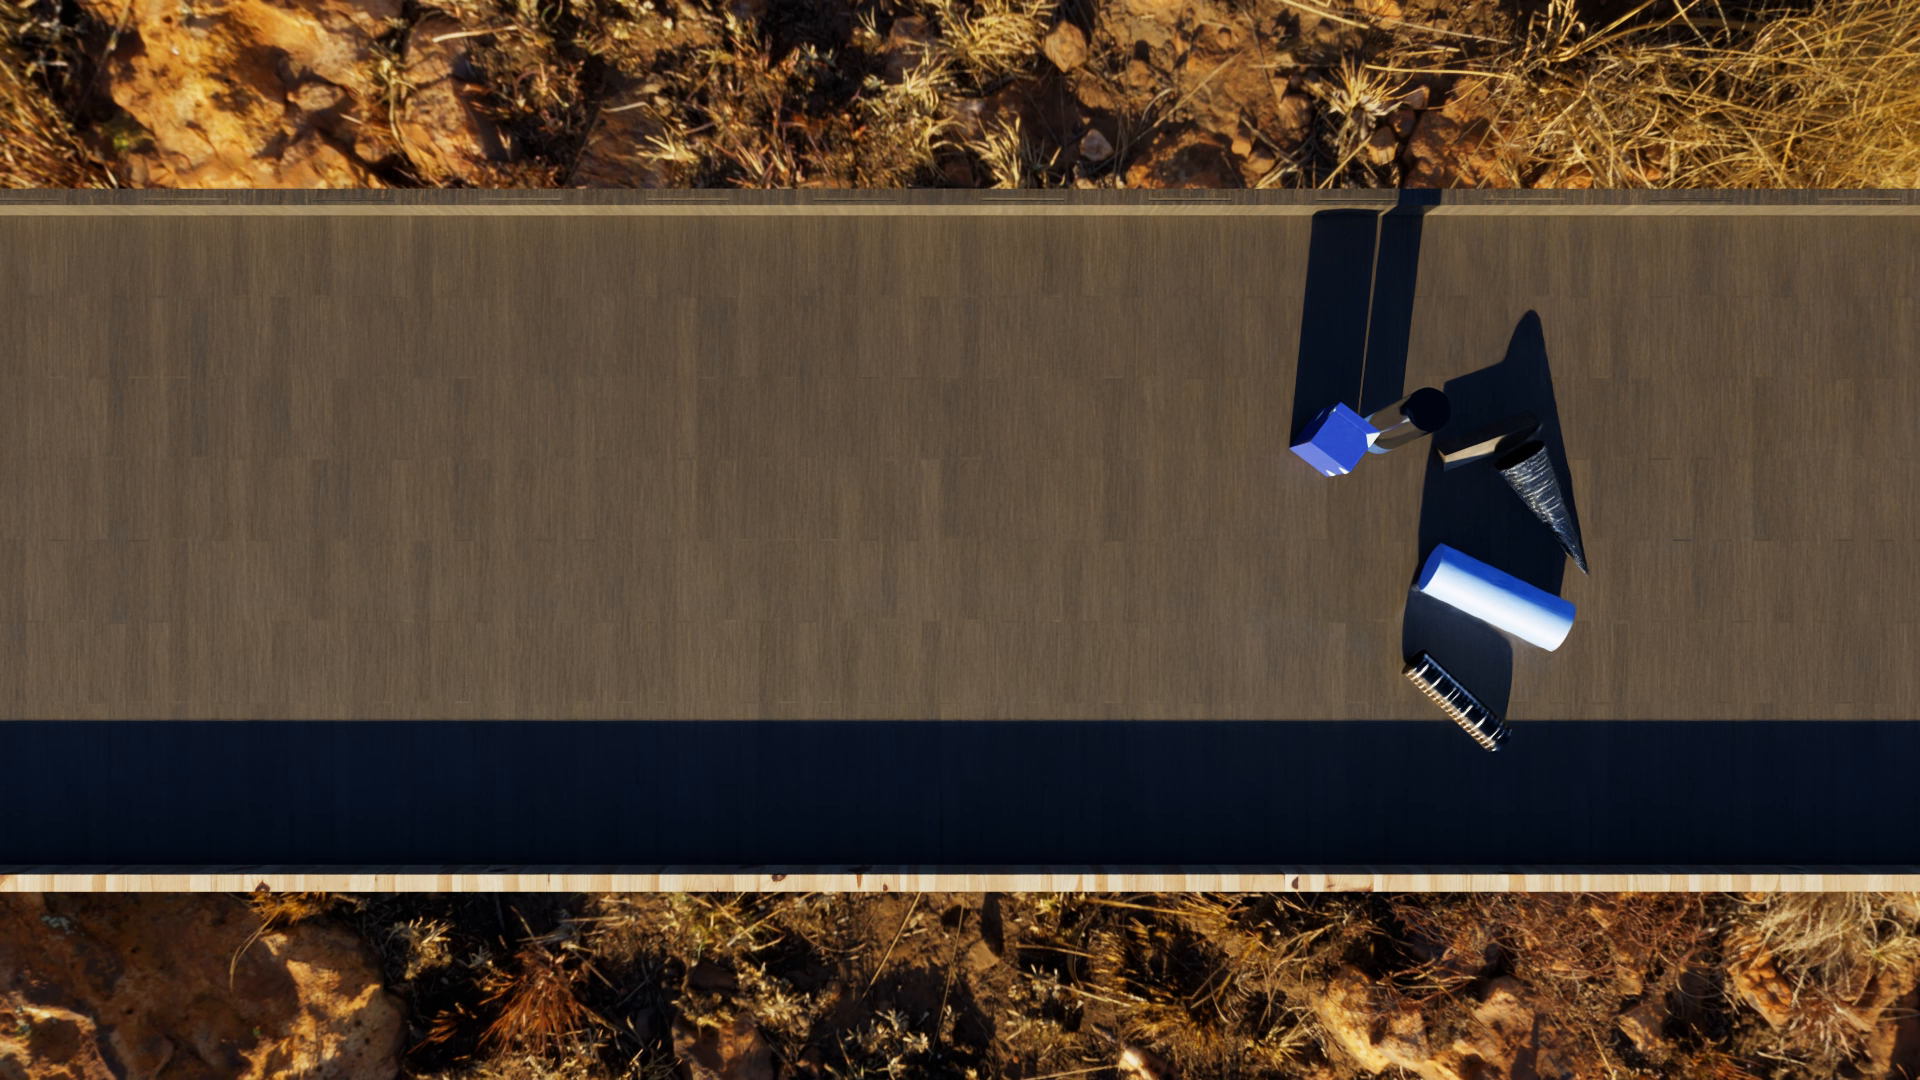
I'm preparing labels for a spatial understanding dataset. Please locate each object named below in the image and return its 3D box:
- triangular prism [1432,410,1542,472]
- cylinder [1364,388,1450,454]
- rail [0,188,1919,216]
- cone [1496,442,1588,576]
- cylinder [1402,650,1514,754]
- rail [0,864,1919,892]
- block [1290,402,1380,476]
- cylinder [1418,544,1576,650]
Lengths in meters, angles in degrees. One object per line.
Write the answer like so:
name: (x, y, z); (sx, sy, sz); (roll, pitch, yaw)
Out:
triangular prism: (1.617, -0.304, 5.036); (0.313, 0.077, 0.089); (-20, 90, 0)
cylinder: (1.298, -0.346, 4.842); (0.126, 0.458, 0.126); (0, 85, -3)
rail: (-2.247, -1.025, 5.002); (12.000, 0.150, 0.050); (0, 90, 0)
cone: (1.817, -0.067, 5.038); (0.156, 0.156, 0.459); (-33, 100, 0)
cylinder: (1.516, 0.492, 5.026); (0.361, 0.100, 0.100); (42, 90, 0)
rail: (-2.247, 1.025, 5.001); (12.000, 0.150, 0.050); (0, 90, 0)
block: (1.115, -0.297, 4.923); (0.146, 0.307, 0.146); (37, 90, 0)
cylinder: (1.624, 0.173, 4.998); (0.434, 0.158, 0.158); (25, 90, 0)
